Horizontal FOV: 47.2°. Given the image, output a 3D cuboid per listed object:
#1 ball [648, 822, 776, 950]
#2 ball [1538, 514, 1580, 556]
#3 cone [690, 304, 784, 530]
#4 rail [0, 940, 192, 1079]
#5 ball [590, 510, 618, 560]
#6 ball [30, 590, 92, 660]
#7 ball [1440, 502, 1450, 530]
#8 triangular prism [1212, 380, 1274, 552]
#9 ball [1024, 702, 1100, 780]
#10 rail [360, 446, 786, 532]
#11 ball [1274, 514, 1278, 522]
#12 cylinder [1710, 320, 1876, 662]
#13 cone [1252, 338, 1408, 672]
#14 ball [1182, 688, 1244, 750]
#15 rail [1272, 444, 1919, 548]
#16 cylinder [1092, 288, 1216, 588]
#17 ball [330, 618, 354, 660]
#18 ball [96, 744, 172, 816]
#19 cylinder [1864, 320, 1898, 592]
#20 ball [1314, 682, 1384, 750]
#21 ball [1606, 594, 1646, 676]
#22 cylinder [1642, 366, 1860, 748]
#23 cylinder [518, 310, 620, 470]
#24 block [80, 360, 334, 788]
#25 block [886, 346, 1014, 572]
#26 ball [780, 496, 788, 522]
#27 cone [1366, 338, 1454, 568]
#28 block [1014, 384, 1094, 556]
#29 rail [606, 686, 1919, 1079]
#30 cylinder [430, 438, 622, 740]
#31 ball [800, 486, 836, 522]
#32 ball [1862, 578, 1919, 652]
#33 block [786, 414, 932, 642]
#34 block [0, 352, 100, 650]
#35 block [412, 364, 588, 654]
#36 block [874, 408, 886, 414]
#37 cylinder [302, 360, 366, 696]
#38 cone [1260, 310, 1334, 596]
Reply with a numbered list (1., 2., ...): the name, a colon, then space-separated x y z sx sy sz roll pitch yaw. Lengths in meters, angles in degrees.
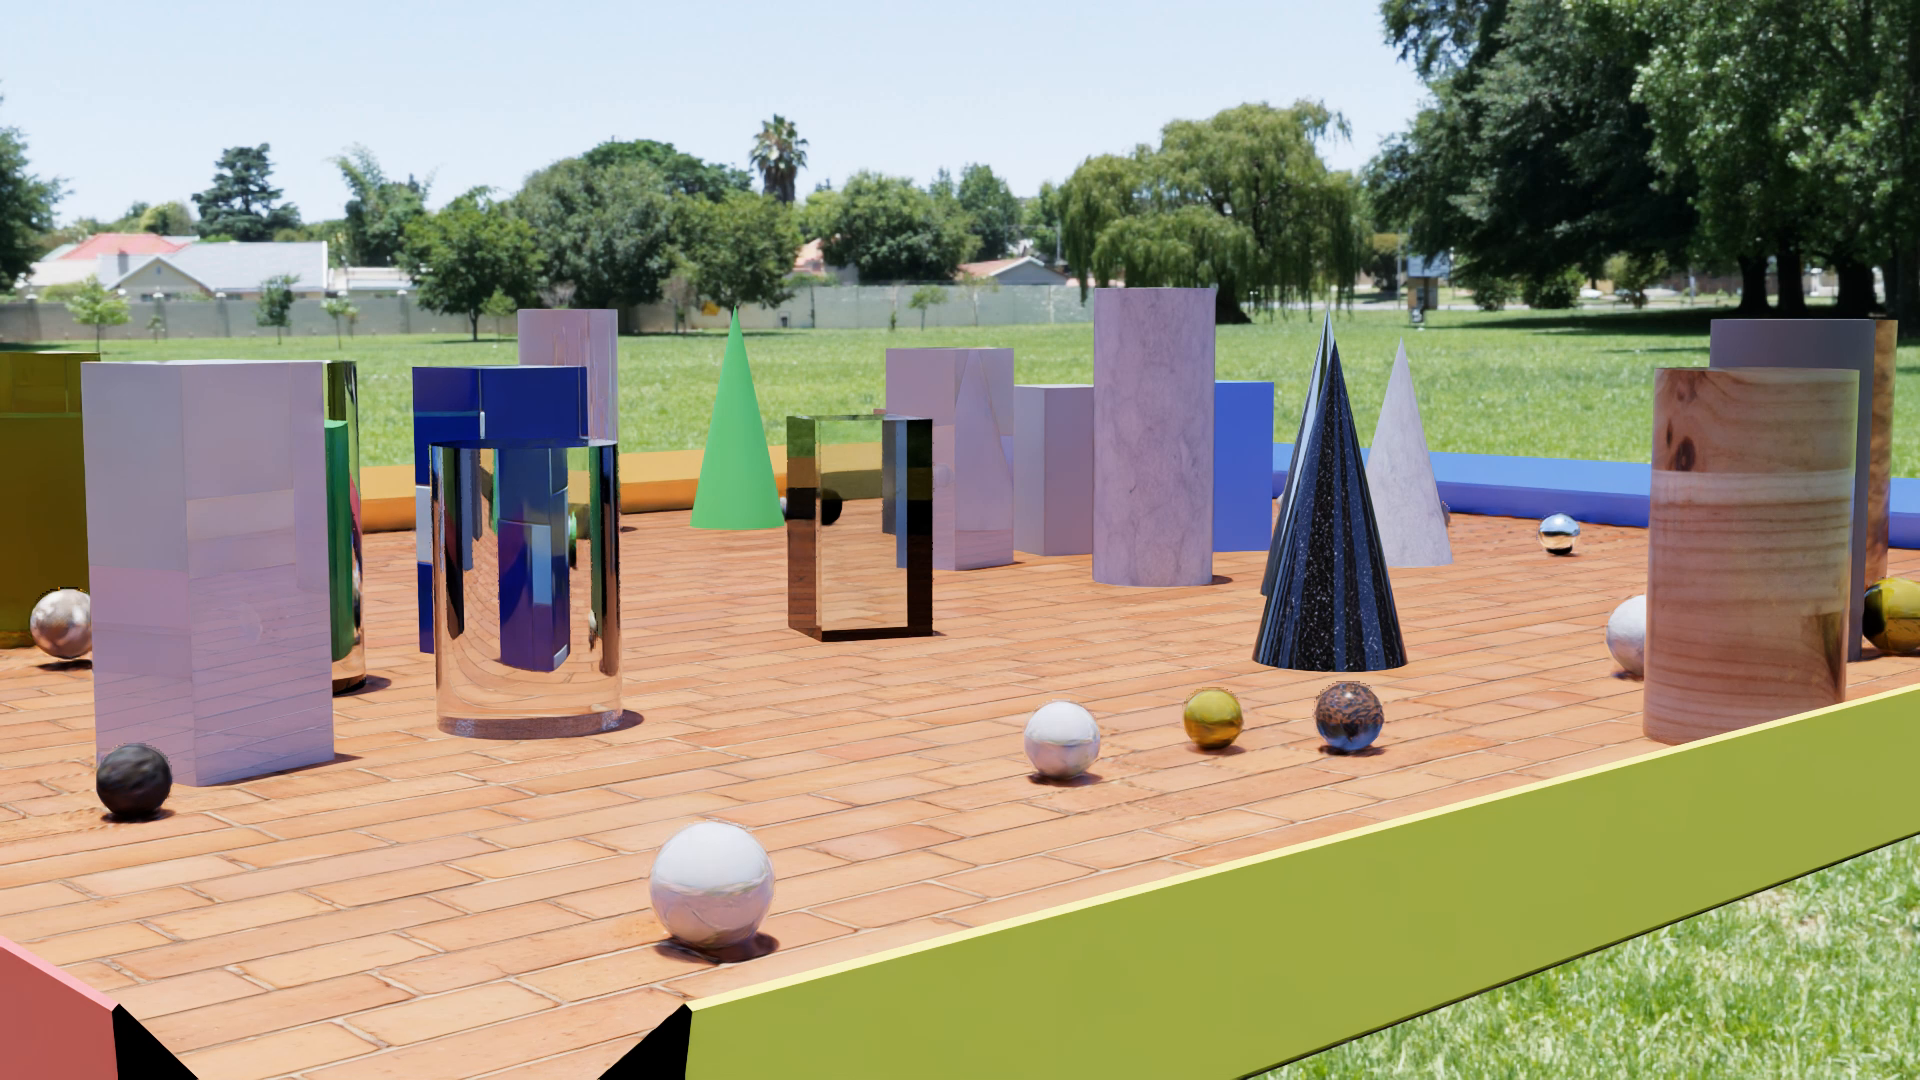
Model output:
1. ball: -0.174 0.242 1.541 0.088 0.088 0.088 0 6 0
2. ball: 1.097 -0.010 4.023 0.075 0.075 0.075 0 6 0
3. cone: -0.464 -0.259 4.565 0.199 0.459 0.199 0 6 0
4. rail: -1.356 0.163 2.087 0.045 0.129 3.271 -5 8 -42
5. ball: -0.657 -0.008 3.933 0.089 0.089 0.089 0 6 0
6. ball: -1.122 0.106 2.764 0.088 0.088 0.088 0 6 0
7. ball: 0.856 -0.037 4.023 0.077 0.077 0.077 0 6 0
8. triangular prism: 0.481 -0.142 4.137 0.172 0.313 0.149 -1 6 -12
9. ball: 0.097 0.191 2.096 0.074 0.074 0.074 0 6 0
10. rail: -1.093 -0.089 4.510 3.738 0.129 0.045 -5 8 -42
11. ball: 0.658 -0.038 4.431 0.046 0.046 0.046 0 6 0
12. cylinder: 1.072 -0.069 2.855 0.199 0.433 0.199 0 6 0
13. cone: 0.473 -0.051 2.796 0.199 0.410 0.199 0 6 0
14. ball: 0.257 0.183 2.236 0.062 0.062 0.062 0 6 0
15. rail: 1.356 -0.096 4.576 0.045 0.129 3.271 -5 8 -42
16. cylinder: 0.319 -0.173 3.626 0.199 0.481 0.199 0 6 0
17. ball: -0.804 0.126 2.821 0.053 0.053 0.053 0 6 0
18. ball: -0.729 0.213 1.941 0.063 0.063 0.063 0 6 0
19. cylinder: 1.250 -0.104 3.206 0.199 0.432 0.199 0 6 0
20. ball: 0.395 0.179 2.232 0.069 0.069 0.069 0 6 0
21. ball: 0.842 0.117 2.689 0.099 0.099 0.099 0 6 0
22. cylinder: 0.819 0.015 2.284 0.199 0.385 0.199 0 6 0
23. cylinder: -0.792 -0.243 4.457 0.199 0.448 0.199 0 6 0
24. block: -0.734 0.024 2.151 0.159 0.395 0.159 4 7 35
25. block: -0.018 -0.147 3.864 0.159 0.380 0.159 5 8 40
26. ball: -0.368 -0.066 4.666 0.053 0.053 0.053 0 6 0
27. cone: 0.781 -0.163 3.911 0.199 0.402 0.199 0 6 0
28. block: 0.189 -0.133 4.091 0.159 0.306 0.159 -3 7 -26
29. rail: 1.093 0.156 2.153 3.738 0.129 0.045 -5 8 -42
30. cylinder: -0.466 0.047 2.371 0.199 0.303 0.199 0 6 0
31. ball: -0.301 -0.076 4.645 0.077 0.077 0.077 0 6 0
32. ball: 1.224 0.098 2.873 0.098 0.098 0.098 0 6 0
33. block: -0.140 -0.021 3.049 0.159 0.298 0.159 -2 6 -21
34. block: -1.272 -0.059 2.983 0.159 0.389 0.159 6 8 43
35. block: -0.596 -0.039 2.866 0.159 0.372 0.159 6 8 43
36. block: -0.070 -0.140 4.435 0.159 0.248 0.159 -3 7 -25
37. cylinder: -0.808 -0.017 2.589 0.199 0.385 0.199 0 6 0
38. cone: 0.573 -0.140 3.449 0.199 0.452 0.199 0 6 0
